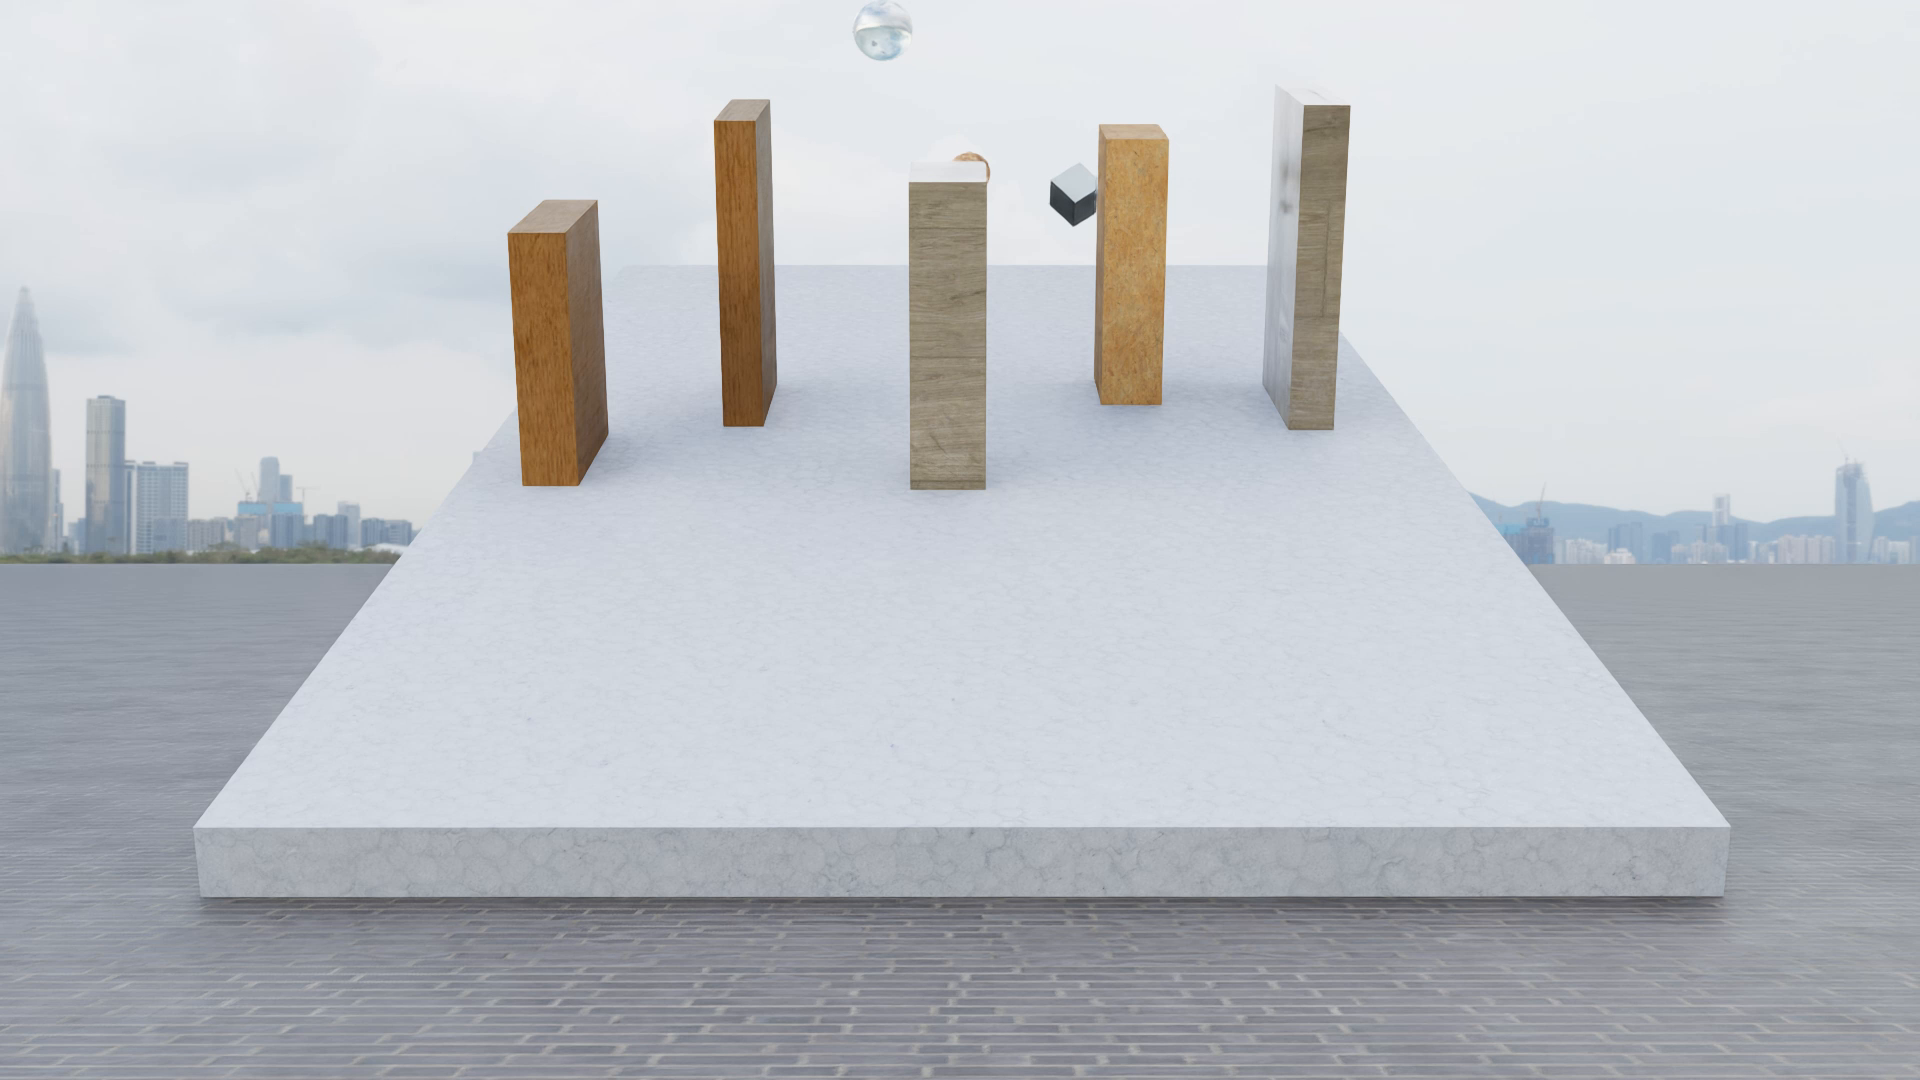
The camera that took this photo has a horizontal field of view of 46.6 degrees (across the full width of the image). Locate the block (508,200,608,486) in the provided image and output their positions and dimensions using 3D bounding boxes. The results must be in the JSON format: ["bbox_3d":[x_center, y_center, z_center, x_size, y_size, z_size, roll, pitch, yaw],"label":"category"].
[{"bbox_3d":[-0.812,-0.409,4.537,0.111,0.505,0.409,0,17,0],"label":"block"}]

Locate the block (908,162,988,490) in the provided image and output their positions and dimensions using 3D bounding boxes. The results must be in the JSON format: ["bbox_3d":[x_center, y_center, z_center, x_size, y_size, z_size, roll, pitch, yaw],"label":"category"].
[{"bbox_3d":[-0.024,-0.428,4.434,0.149,0.606,0.270,0,17,0],"label":"block"}]

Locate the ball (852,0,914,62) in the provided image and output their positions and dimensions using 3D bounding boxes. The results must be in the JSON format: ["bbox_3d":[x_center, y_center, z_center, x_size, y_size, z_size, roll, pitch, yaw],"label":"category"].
[{"bbox_3d":[-0.220,-1.459,6.378,0.173,0.173,0.173,0,0,0],"label":"ball"}]

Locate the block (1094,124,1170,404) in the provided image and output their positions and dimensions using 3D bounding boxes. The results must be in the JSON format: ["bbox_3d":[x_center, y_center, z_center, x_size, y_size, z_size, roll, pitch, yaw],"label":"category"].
[{"bbox_3d":[0.389,-0.633,5.099,0.137,0.598,0.276,0,17,0],"label":"block"}]

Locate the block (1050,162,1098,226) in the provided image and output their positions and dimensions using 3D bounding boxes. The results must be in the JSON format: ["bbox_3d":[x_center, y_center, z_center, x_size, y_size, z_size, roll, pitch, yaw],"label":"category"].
[{"bbox_3d":[0.348,-1.033,6.668,0.112,0.112,0.112,-34,-26,-20],"label":"block"}]

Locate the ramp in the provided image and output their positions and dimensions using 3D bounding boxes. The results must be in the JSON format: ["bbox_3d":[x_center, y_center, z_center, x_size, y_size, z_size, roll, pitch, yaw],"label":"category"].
[{"bbox_3d":[-0.003,-0.180,4.821,2.000,0.100,4.000,0,17,0],"label":"ramp"}]

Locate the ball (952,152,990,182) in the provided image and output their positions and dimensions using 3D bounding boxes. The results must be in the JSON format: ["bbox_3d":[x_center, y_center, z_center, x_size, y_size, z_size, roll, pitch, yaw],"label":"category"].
[{"bbox_3d":[0.026,-1.014,6.164,0.117,0.117,0.117,0,0,0],"label":"ball"}]

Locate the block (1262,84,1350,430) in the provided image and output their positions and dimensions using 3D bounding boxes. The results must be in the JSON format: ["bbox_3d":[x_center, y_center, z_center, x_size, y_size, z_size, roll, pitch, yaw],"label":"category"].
[{"bbox_3d":[0.763,-0.636,4.945,0.098,0.698,0.431,0,17,0],"label":"block"}]

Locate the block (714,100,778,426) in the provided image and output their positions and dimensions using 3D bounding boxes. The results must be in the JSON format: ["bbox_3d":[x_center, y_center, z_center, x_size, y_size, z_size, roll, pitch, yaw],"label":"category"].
[{"bbox_3d":[-0.474,-0.624,4.962,0.088,0.661,0.403,0,17,0],"label":"block"}]
